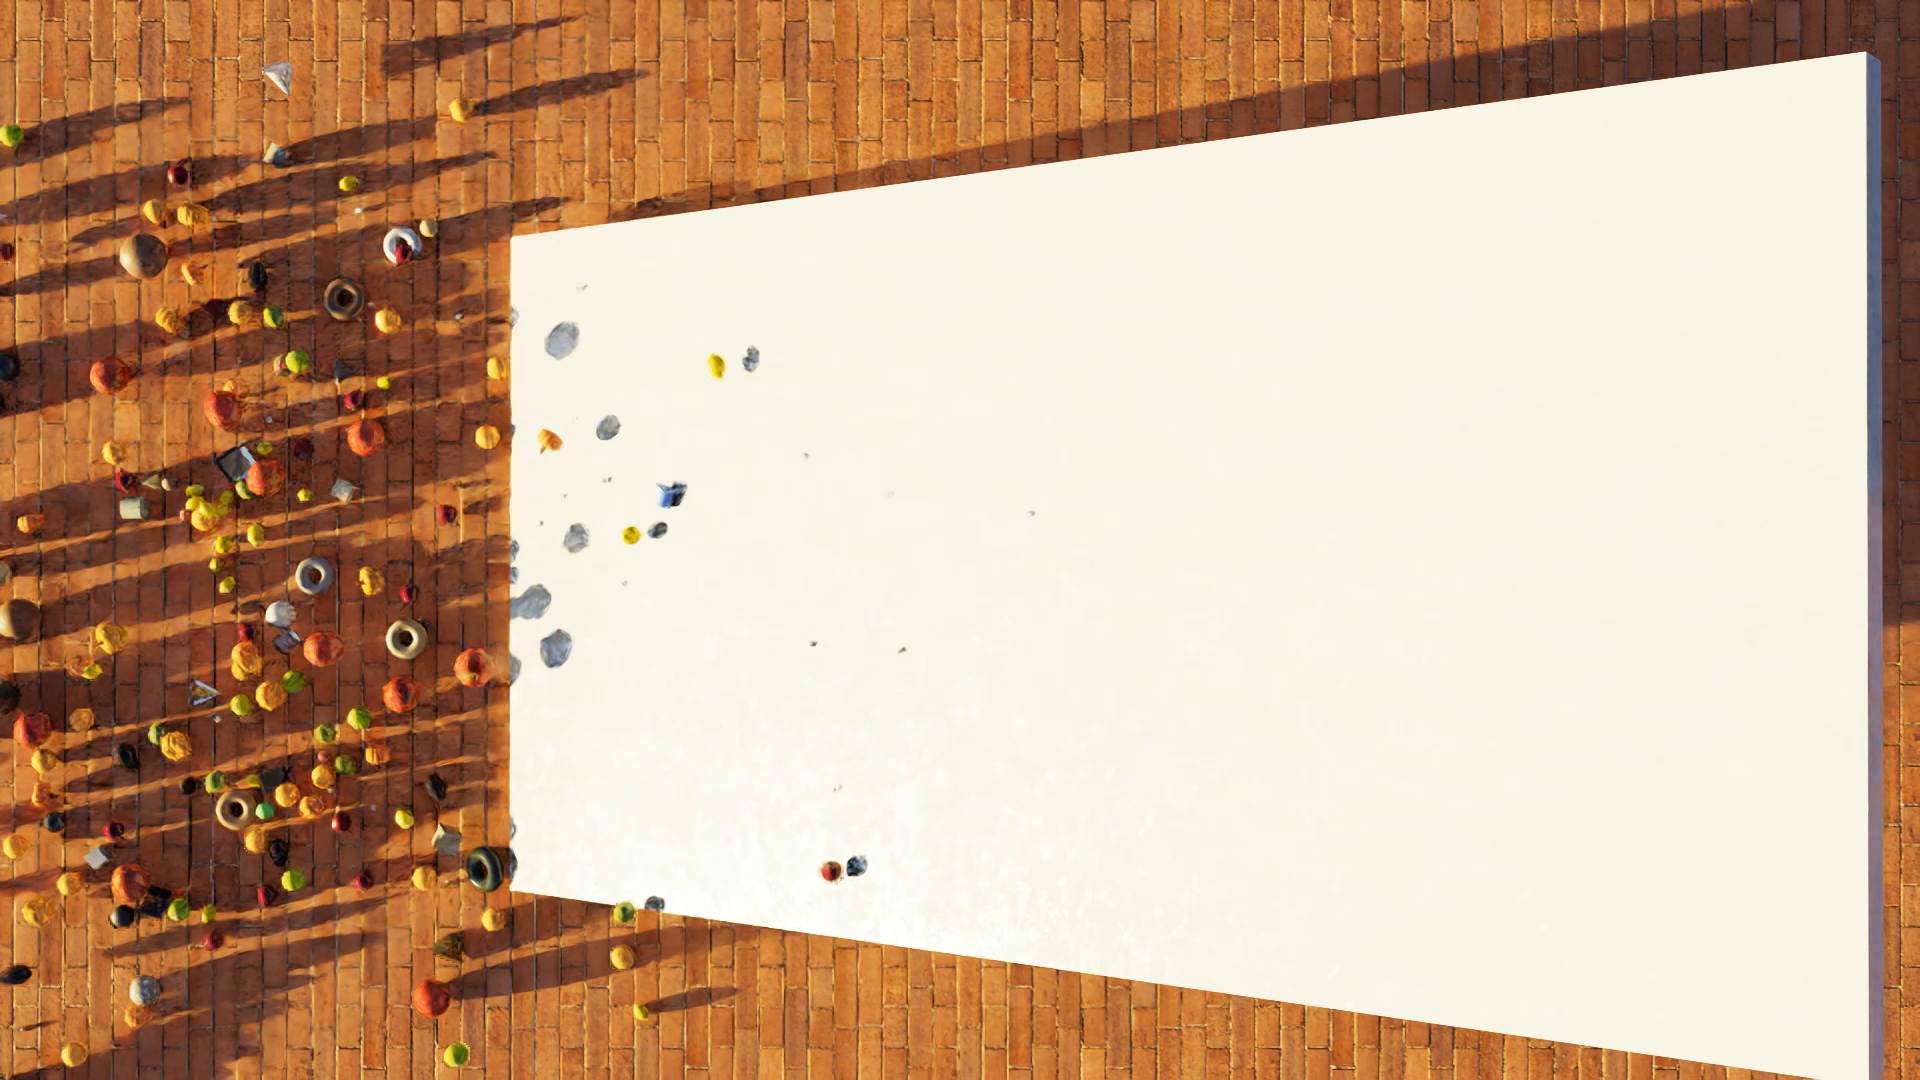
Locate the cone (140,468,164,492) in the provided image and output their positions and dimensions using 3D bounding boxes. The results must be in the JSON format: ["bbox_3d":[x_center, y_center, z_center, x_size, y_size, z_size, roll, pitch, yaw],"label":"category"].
[{"bbox_3d":[-2.483,-0.172,6.805,0.072,0.072,0.072,-34,116,0],"label":"cone"}]

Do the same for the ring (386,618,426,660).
[{"bbox_3d":[-1.710,0.306,6.796,0.126,0.042,0.126,0,91,2],"label":"ring"}]

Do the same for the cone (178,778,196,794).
[{"bbox_3d":[-2.395,0.763,6.788,0.054,0.054,0.054,0,90,0],"label":"cone"}]

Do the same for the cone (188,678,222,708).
[{"bbox_3d":[-2.330,0.472,6.796,0.094,0.094,0.094,4,90,-27],"label":"cone"}]

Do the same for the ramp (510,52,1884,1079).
[{"bbox_3d":[0.220,0.063,5.536,4.000,0.100,2.000,0,90,38],"label":"ramp"}]

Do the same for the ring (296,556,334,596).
[{"bbox_3d":[-1.993,0.111,6.799,0.120,0.040,0.120,0,88,0],"label":"ring"}]

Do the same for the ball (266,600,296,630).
[{"bbox_3d":[-2.093,0.231,6.775,0.087,0.087,0.087,0,90,0],"label":"ball"}]

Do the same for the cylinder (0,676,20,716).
[{"bbox_3d":[-2.956,0.470,6.747,0.099,0.099,0.099,-8,56,12],"label":"cylinder"}]

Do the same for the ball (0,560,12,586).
[{"bbox_3d":[-2.971,0.103,6.775,0.088,0.088,0.088,0,90,0],"label":"ball"}]

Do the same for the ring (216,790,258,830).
[{"bbox_3d":[-2.233,0.833,6.794,0.127,0.042,0.127,0,91,-1],"label":"ring"}]

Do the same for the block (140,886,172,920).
[{"bbox_3d":[-2.475,1.115,6.766,0.067,0.067,0.067,22,102,-12],"label":"block"}]

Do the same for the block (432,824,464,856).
[{"bbox_3d":[-1.572,0.919,6.744,0.065,0.065,0.065,20,100,-28],"label":"block"}]

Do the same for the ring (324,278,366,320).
[{"bbox_3d":[-1.902,-0.746,6.803,0.135,0.045,0.135,0,89,-1],"label":"ring"}]

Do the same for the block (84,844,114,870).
[{"bbox_3d":[-2.659,0.979,6.787,0.052,0.052,0.052,-38,90,0],"label":"block"}]

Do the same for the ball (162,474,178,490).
[{"bbox_3d":[-2.442,-0.178,6.796,0.050,0.050,0.050,0,90,0],"label":"ball"}]

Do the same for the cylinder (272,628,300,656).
[{"bbox_3d":[-2.080,0.313,6.787,0.060,0.060,0.060,-41,90,1],"label":"cylinder"}]

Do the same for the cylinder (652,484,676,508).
[{"bbox_3d":[-0.846,-0.125,6.287,0.052,0.052,0.052,20,107,0],"label":"cylinder"}]

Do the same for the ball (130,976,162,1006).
[{"bbox_3d":[-2.507,1.386,6.764,0.092,0.092,0.092,0,90,0],"label":"ball"}]

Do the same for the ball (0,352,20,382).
[{"bbox_3d":[-2.945,-0.535,6.778,0.091,0.091,0.091,0,90,0],"label":"ball"}]

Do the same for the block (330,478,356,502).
[{"bbox_3d":[-1.905,-0.154,6.795,0.052,0.052,0.052,29,90,0],"label":"block"}]

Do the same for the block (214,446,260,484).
[{"bbox_3d":[-2.229,-0.233,6.780,0.083,0.083,0.083,-36,90,0],"label":"block"}]

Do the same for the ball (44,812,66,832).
[{"bbox_3d":[-2.791,0.869,6.781,0.066,0.066,0.066,0,90,0],"label":"ball"}]

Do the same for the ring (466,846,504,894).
[{"bbox_3d":[-1.460,1.013,6.760,0.149,0.050,0.149,7,101,37],"label":"ring"}]

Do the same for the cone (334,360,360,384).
[{"bbox_3d":[-1.893,-0.522,6.807,0.074,0.074,0.074,-5,90,-27],"label":"cone"}]

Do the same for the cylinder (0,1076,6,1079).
[{"bbox_3d":[-2.946,1.713,6.759,0.094,0.094,0.094,44,90,1],"label":"cylinder"}]

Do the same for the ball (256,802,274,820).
[{"bbox_3d":[-2.145,0.836,6.787,0.054,0.054,0.054,0,90,0],"label":"ball"}]

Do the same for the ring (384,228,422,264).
[{"bbox_3d":[-1.725,-0.911,6.807,0.116,0.039,0.116,0,90,1],"label":"ring"}]

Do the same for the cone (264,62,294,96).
[{"bbox_3d":[-2.082,-1.409,6.771,0.096,0.096,0.096,-11,117,0],"label":"cone"}]

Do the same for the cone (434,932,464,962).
[{"bbox_3d":[-1.559,1.275,6.788,0.090,0.090,0.090,-34,114,0],"label":"cone"}]

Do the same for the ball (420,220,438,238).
[{"bbox_3d":[-1.641,-0.964,6.799,0.055,0.055,0.055,0,90,0],"label":"ball"}]

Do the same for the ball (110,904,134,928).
[{"bbox_3d":[-2.580,1.160,6.777,0.070,0.070,0.070,0,90,0],"label":"ball"}]

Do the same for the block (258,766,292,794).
[{"bbox_3d":[-2.113,0.740,6.782,0.066,0.066,0.066,-16,90,0],"label":"block"}]
